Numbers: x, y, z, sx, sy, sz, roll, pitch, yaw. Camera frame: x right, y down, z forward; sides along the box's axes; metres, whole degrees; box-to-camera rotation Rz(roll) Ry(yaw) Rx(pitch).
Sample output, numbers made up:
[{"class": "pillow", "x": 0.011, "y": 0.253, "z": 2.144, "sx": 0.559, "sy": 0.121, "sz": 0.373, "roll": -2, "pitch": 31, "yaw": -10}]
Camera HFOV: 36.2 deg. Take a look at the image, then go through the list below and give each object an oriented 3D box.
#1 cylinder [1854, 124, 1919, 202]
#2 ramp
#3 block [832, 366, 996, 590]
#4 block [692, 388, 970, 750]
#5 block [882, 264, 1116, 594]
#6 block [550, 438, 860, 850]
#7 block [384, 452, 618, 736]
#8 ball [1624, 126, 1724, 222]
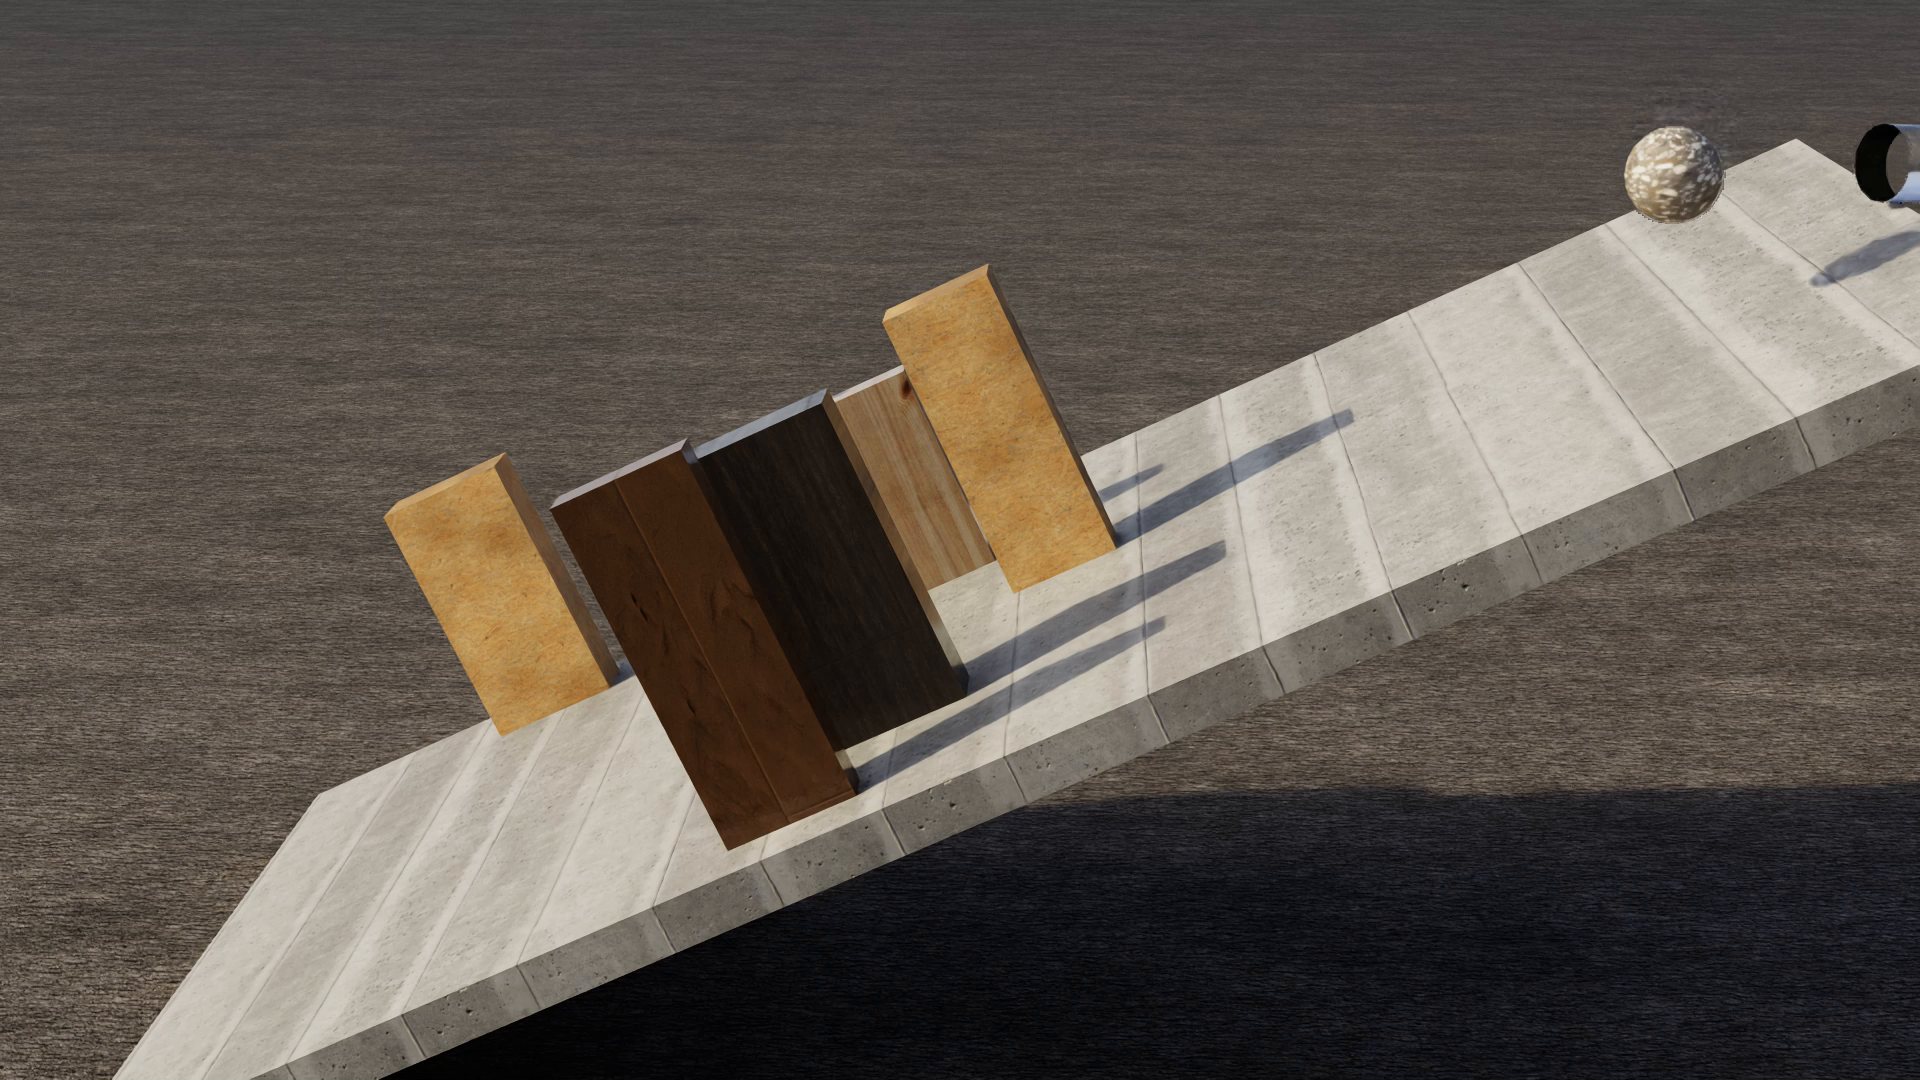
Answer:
[{"class": "cylinder", "x": 1.943, "y": -0.768, "z": 6.007, "sx": 0.157, "sy": 0.157, "sz": 0.157, "roll": -2, "pitch": 15, "yaw": -26}, {"class": "ramp", "x": 0.135, "y": 0.169, "z": 6.282, "sx": 4.000, "sy": 0.100, "sz": 2.000, "roll": -24, "pitch": 13, "yaw": 9}, {"class": "block", "x": -0.163, "y": -0.112, "z": 6.648, "sx": 0.315, "sy": 0.482, "sz": 0.085, "roll": -24, "pitch": 13, "yaw": 9}, {"class": "block", "x": -0.267, "y": 0.069, "z": 5.770, "sx": 0.319, "sy": 0.649, "sz": 0.132, "roll": -24, "pitch": 13, "yaw": 9}, {"class": "block", "x": 0.088, "y": -0.236, "z": 6.277, "sx": 0.241, "sy": 0.652, "sz": 0.134, "roll": -24, "pitch": 13, "yaw": 9}, {"class": "block", "x": -0.469, "y": 0.199, "z": 5.465, "sx": 0.269, "sy": 0.732, "sz": 0.089, "roll": -24, "pitch": 13, "yaw": 9}, {"class": "block", "x": -1.118, "y": 0.134, "z": 7.201, "sx": 0.303, "sy": 0.614, "sz": 0.145, "roll": -24, "pitch": 13, "yaw": 9}, {"class": "ball", "x": 1.369, "y": -0.701, "z": 5.644, "sx": 0.184, "sy": 0.184, "sz": 0.184, "roll": 0, "pitch": 16, "yaw": 0}]
